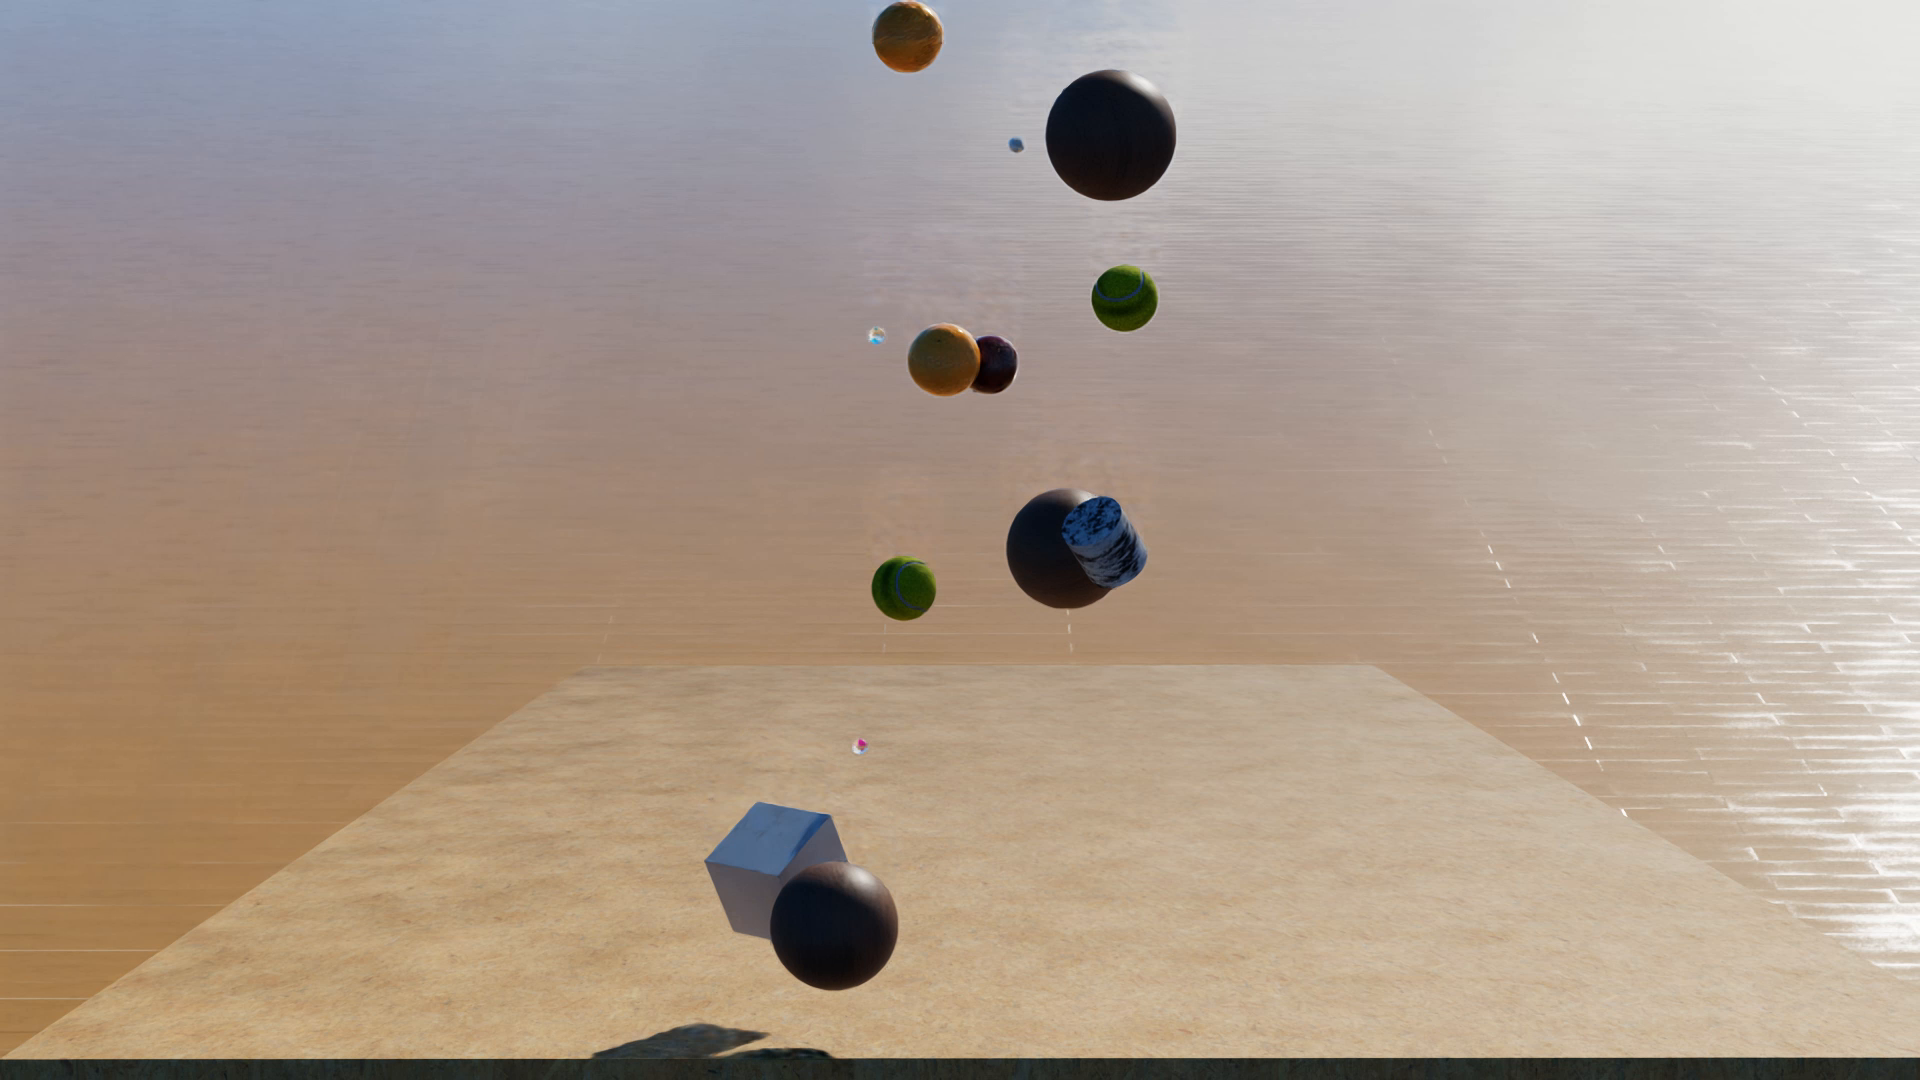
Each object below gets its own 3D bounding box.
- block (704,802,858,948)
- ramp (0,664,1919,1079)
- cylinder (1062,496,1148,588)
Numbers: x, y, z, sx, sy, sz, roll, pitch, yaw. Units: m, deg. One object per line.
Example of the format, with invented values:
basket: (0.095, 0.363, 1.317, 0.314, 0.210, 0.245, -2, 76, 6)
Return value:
block: (-0.189, 0.353, 2.719, 0.099, 0.099, 0.099, 6, 38, 35)
ramp: (0.051, 0.464, 4.534, 2.000, 0.100, 4.000, 0, 3, 0)
cylinder: (0.144, 0.002, 2.561, 0.065, 0.065, 0.065, -20, 40, 18)
